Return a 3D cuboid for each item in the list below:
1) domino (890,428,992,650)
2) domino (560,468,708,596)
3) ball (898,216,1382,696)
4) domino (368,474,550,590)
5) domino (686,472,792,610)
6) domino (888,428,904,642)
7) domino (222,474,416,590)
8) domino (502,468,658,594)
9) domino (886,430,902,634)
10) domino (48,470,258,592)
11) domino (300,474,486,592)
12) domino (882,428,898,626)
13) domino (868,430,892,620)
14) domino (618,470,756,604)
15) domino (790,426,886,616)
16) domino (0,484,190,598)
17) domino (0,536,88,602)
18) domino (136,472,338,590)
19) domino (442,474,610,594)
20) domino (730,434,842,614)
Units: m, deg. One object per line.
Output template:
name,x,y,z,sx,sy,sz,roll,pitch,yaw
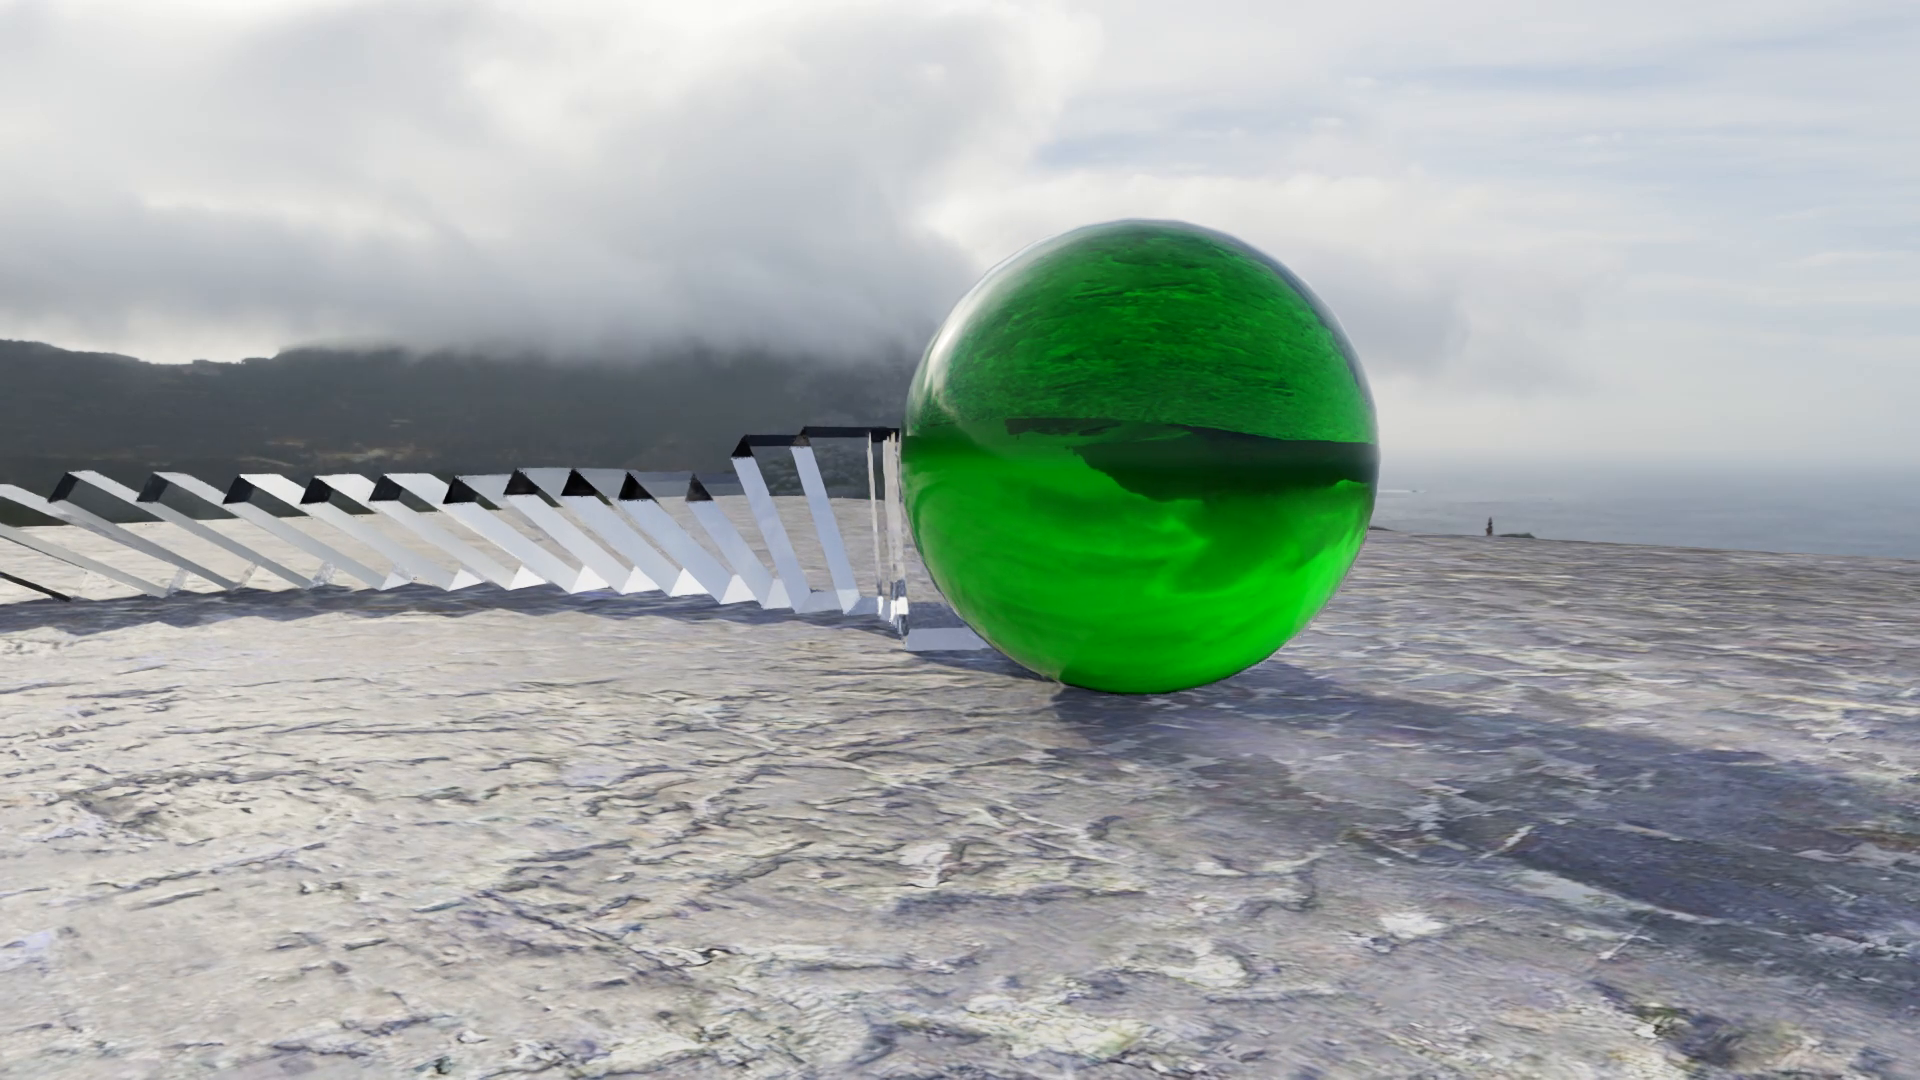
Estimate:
domino,-0.001,-0.001,0.275,0.025,0.050,0.009,-1,-32,-9
domino,-0.089,-0.003,0.371,0.050,0.010,0.025,38,20,24
ball,0.029,-0.014,0.218,0.080,0.080,0.080,0,4,0
domino,-0.147,-0.003,0.383,0.050,0.010,0.025,31,7,5
domino,-0.053,-0.001,0.350,0.025,0.010,0.050,-3,37,-39
domino,-0.002,-0.002,0.287,0.025,0.050,0.010,-1,-32,-9
domino,-0.187,-0.003,0.380,0.050,0.010,0.025,30,1,-5
domino,-0.107,-0.003,0.377,0.050,0.010,0.025,36,16,18
domino,-0.003,-0.003,0.298,0.025,0.050,0.009,0,-32,-8
domino,-0.227,-0.003,0.364,0.050,0.010,0.025,32,-7,-19
domino,-0.167,-0.003,0.383,0.050,0.010,0.025,30,5,0
domino,-0.005,-0.004,0.310,0.025,0.050,0.010,0,-32,-8
domino,-0.009,-0.005,0.321,0.025,0.050,0.010,-1,-32,-9
domino,-0.071,-0.002,0.361,0.050,0.010,0.025,40,26,28
domino,-0.024,-0.006,0.331,0.025,0.050,0.010,-3,-28,-35
domino,-0.243,0.000,0.356,0.050,0.010,0.025,27,-6,-21
domino,-0.260,0.001,0.340,0.050,0.010,0.025,30,-13,-31
domino,-0.208,-0.003,0.374,0.050,0.010,0.025,31,-5,-12
domino,-0.125,-0.003,0.381,0.050,0.009,0.025,32,13,13
domino,-0.039,-0.005,0.337,0.025,0.050,0.010,-4,-33,-39
